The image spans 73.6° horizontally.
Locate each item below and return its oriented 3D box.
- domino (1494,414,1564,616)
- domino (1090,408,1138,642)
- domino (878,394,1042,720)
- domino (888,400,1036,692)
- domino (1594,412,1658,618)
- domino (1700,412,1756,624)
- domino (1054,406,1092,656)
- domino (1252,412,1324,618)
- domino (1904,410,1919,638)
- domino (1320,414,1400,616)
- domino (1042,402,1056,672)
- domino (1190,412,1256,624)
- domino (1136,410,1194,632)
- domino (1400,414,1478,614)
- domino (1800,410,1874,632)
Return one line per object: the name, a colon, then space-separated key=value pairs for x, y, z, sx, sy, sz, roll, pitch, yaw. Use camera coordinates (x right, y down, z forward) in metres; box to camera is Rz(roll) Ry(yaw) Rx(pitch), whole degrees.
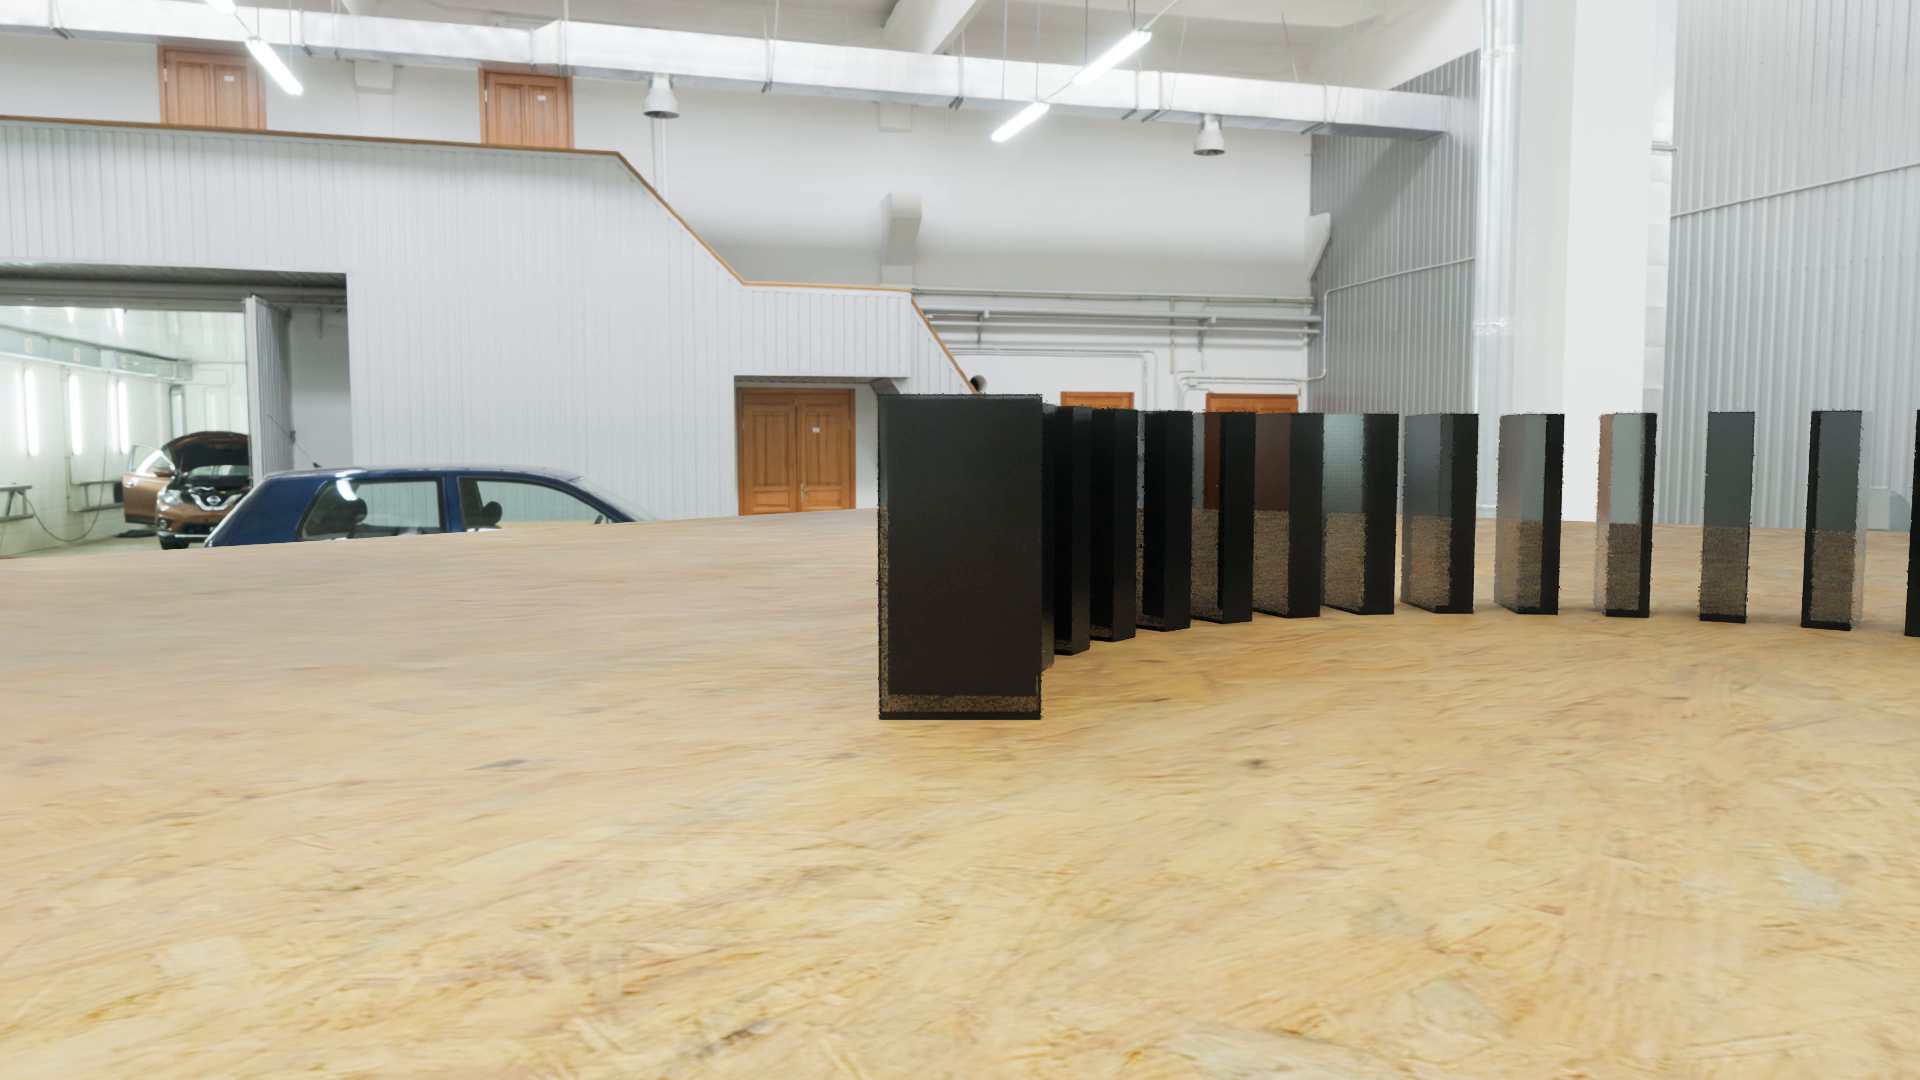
domino: x=0.146 y=-0.007 z=0.330 sx=0.010 sy=0.050 sz=0.025 roll=1 pitch=4 yaw=10
domino: x=0.026 y=-0.004 z=0.285 sx=0.025 sy=0.050 sz=0.009 roll=3 pitch=5 yaw=38
domino: x=0.000 y=0.002 z=0.201 sx=0.025 sy=0.050 sz=0.010 roll=0 pitch=4 yaw=0
domino: x=0.001 y=0.001 z=0.223 sx=0.025 sy=0.050 sz=0.009 roll=0 pitch=4 yaw=4
domino: x=0.168 y=-0.007 z=0.325 sx=0.009 sy=0.050 sz=0.025 roll=2 pitch=5 yaw=20
domino: x=0.188 y=-0.006 z=0.315 sx=0.009 sy=0.050 sz=0.025 roll=3 pitch=5 yaw=30
domino: x=0.014 y=-0.002 z=0.266 sx=0.025 sy=0.050 sz=0.010 roll=2 pitch=5 yaw=28
domino: x=0.080 y=-0.007 z=0.324 sx=0.010 sy=0.050 sz=0.025 roll=-2 pitch=5 yaw=-21
domino: x=0.222 y=-0.004 z=0.286 sx=0.025 sy=0.050 sz=0.009 roll=-3 pitch=5 yaw=-36
domino: x=0.101 y=-0.007 z=0.330 sx=0.010 sy=0.050 sz=0.025 roll=-1 pitch=4 yaw=-11
domino: x=0.005 y=-0.001 z=0.245 sx=0.025 sy=0.050 sz=0.009 roll=1 pitch=5 yaw=18
domino: x=0.060 y=-0.006 z=0.314 sx=0.009 sy=0.050 sz=0.025 roll=-3 pitch=5 yaw=-31
domino: x=0.041 y=-0.005 z=0.301 sx=0.010 sy=0.050 sz=0.025 roll=-4 pitch=6 yaw=-41
domino: x=0.124 y=-0.007 z=0.332 sx=0.009 sy=0.050 sz=0.025 roll=0 pitch=4 yaw=0
domino: x=0.207 y=-0.005 z=0.302 sx=0.009 sy=0.050 sz=0.025 roll=4 pitch=6 yaw=40
